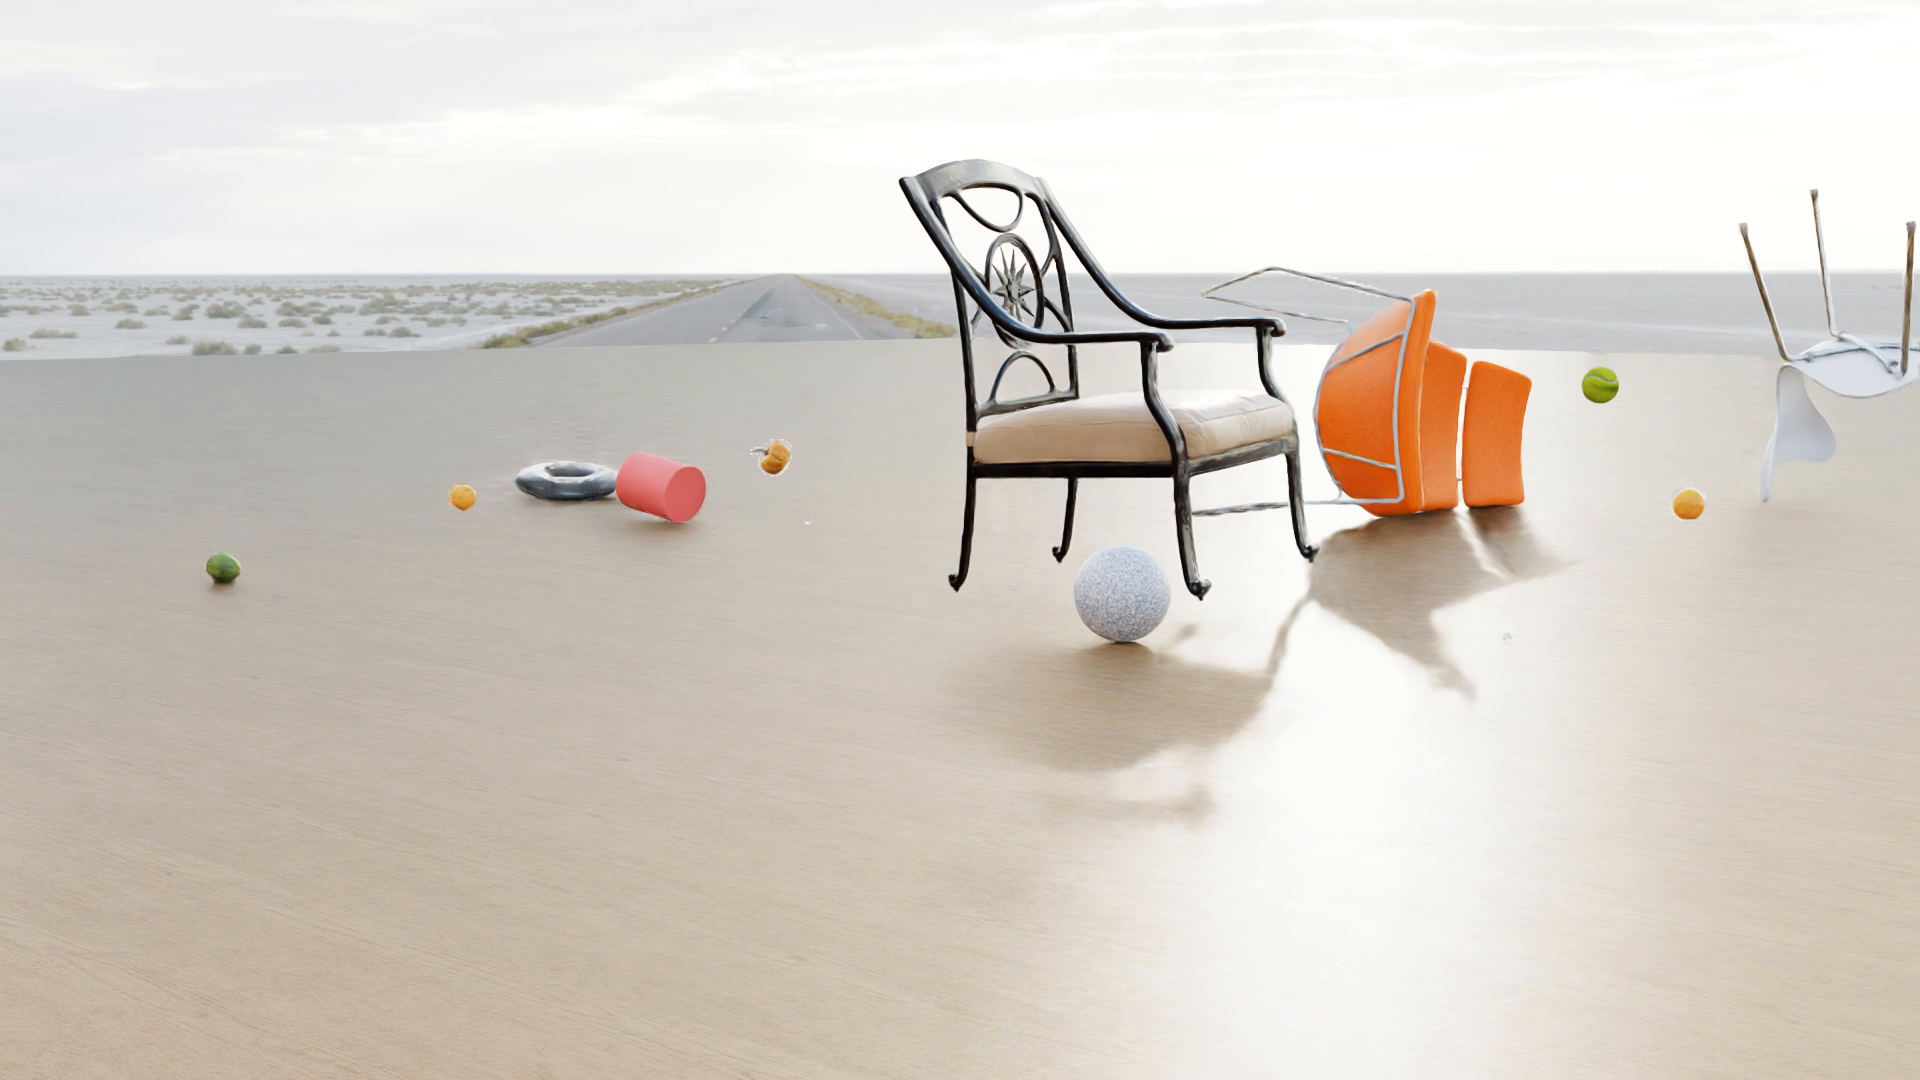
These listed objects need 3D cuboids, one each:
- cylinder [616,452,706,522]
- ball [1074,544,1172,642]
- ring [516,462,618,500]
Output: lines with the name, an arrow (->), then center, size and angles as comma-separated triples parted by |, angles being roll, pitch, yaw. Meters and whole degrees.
cylinder -> -0.805, -0.143, 6.904 | 0.190, 0.158, 0.152 | 16, -26, 38
ball -> 0.293, 0.095, 4.624 | 0.177, 0.177, 0.177 | 0, 6, 0
ring -> -1.174, -0.177, 7.683 | 0.314, 0.066, 0.389 | 1, 12, -6
